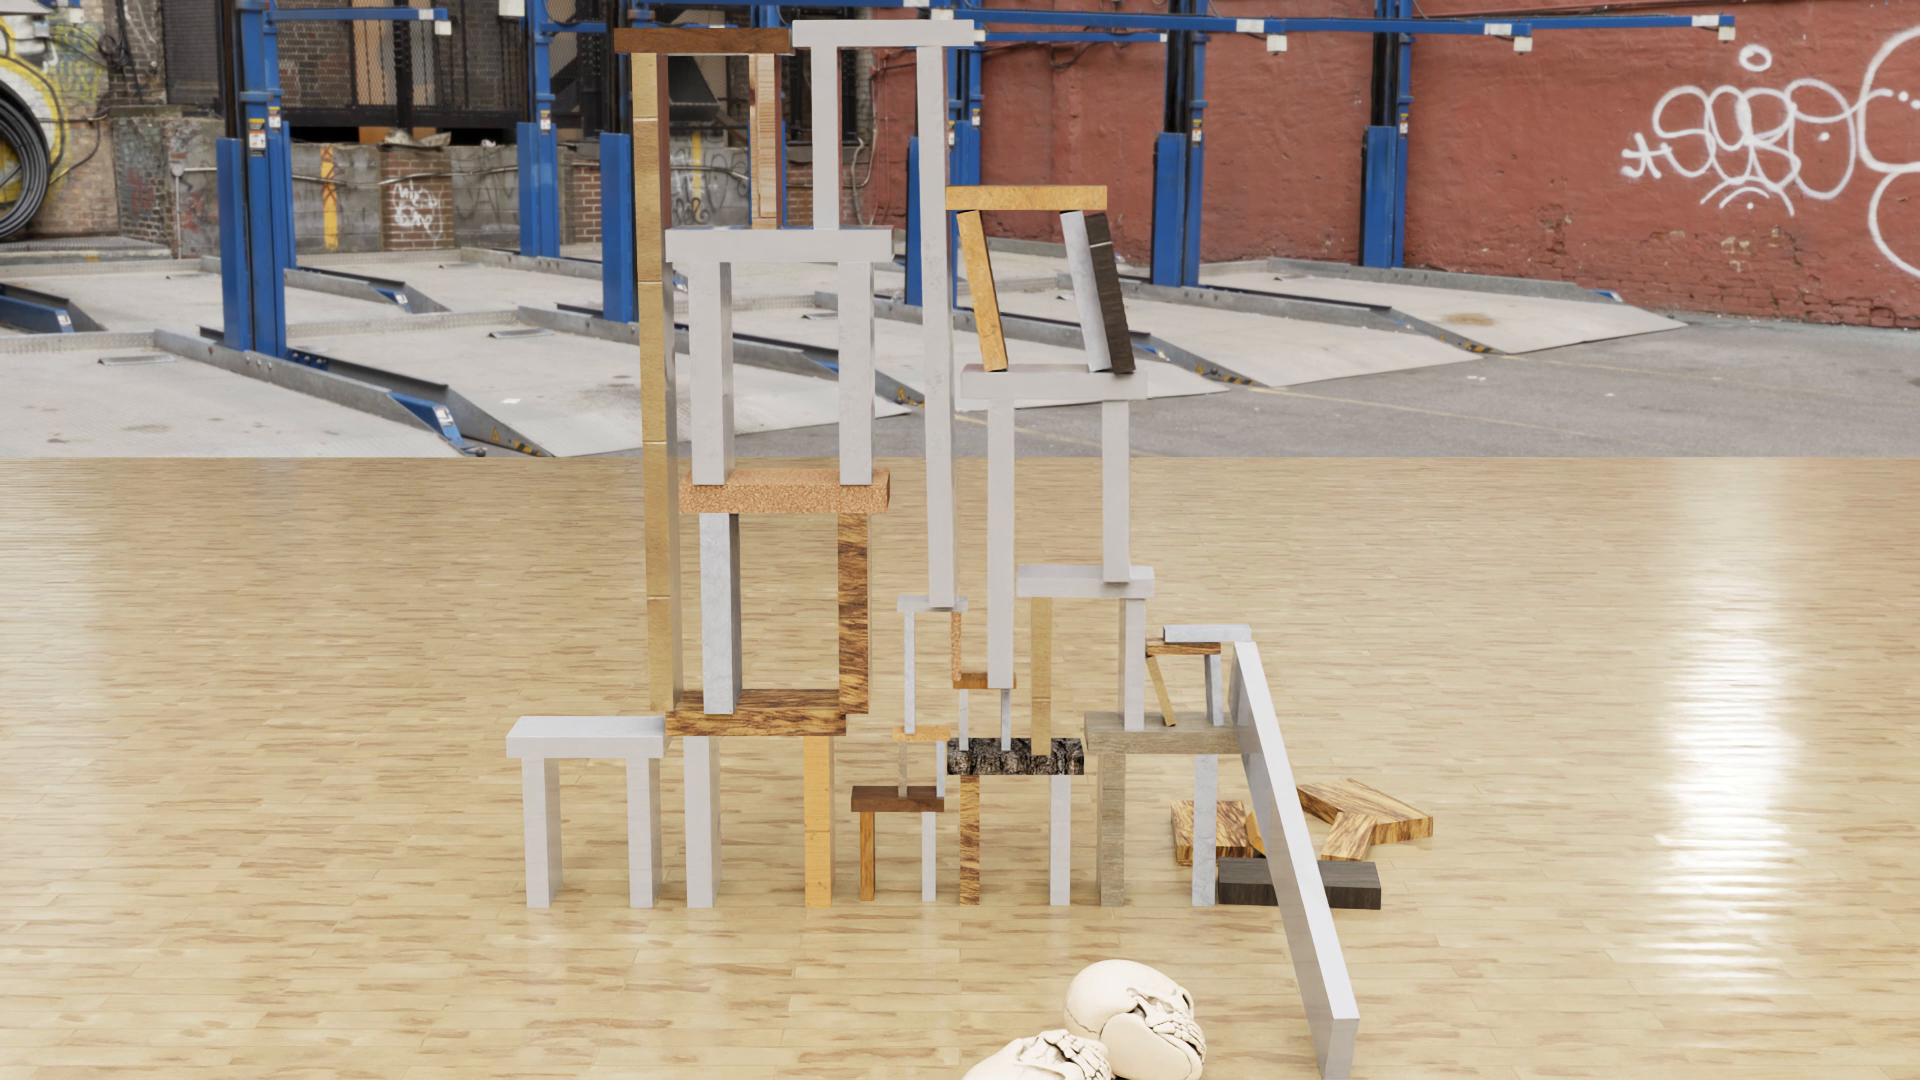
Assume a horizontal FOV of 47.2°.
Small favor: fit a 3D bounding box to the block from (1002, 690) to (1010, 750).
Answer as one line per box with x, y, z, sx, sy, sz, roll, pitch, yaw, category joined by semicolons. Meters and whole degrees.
0.075;0.289;3.617;0.015;0.104;0.052;0;11;0;block

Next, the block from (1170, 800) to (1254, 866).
0.448;0.523;3.929;0.131;0.037;0.263;1;11;3;block

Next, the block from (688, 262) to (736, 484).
-0.395;-0.273;3.506;0.049;0.347;0.174;0;11;0;block

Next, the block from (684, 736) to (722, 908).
-0.426;0.446;3.647;0.041;0.291;0.145;0;11;0;block

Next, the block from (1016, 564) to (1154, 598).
0.204;0.067;3.573;0.221;0.031;0.110;1;11;3;block

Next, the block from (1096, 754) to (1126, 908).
0.250;0.463;3.645;0.037;0.259;0.130;0;11;0;block

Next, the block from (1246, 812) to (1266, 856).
0.538;0.525;3.859;0.069;0.020;0.139;38;10;-4;block

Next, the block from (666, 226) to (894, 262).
-0.279;-0.468;3.470;0.347;0.049;0.174;0;11;0;block

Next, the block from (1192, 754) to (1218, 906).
0.407;0.462;3.650;0.037;0.259;0.130;1;11;7;block

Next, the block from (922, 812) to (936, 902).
-0.051;0.514;3.657;0.022;0.153;0.076;0;10;0;block

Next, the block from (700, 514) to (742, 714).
-0.388;0.104;3.576;0.046;0.327;0.163;0;11;0;block

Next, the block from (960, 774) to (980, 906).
0.016;0.481;3.648;0.031;0.222;0.111;0;11;0;block

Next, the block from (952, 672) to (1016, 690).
0.040;0.231;3.606;0.104;0.015;0.052;0;10;0;block

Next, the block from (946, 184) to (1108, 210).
0.105;-0.538;3.453;0.249;0.035;0.125;0;11;3;block

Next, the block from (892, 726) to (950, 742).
-0.063;0.318;3.622;0.094;0.013;0.047;0;11;0;block

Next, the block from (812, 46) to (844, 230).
-0.208;-0.630;3.449;0.039;0.276;0.138;0;11;0;block

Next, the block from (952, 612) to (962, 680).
-0.006;0.168;3.593;0.016;0.114;0.057;0;11;0;block

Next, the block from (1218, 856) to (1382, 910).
0.563;0.572;3.666;0.263;0.037;0.131;1;11;6;block

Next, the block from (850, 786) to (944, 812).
-0.102;0.429;3.641;0.153;0.022;0.077;0;11;0;block

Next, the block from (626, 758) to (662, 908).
-0.522;0.466;3.642;0.036;0.254;0.127;0;11;0;block

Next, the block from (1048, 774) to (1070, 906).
0.164;0.481;3.648;0.031;0.222;0.111;0;11;0;block

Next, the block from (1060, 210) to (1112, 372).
0.198;-0.397;3.478;0.035;0.249;0.125;-11;10;4;block

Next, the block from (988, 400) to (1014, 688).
0.065;-0.004;3.555;0.041;0.466;0.145;0;10;1;block

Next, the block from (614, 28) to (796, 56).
-0.393;-0.773;3.416;0.266;0.038;0.133;0;11;0;block

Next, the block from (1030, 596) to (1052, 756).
0.132;0.211;3.603;0.031;0.263;0.110;0;11;1;block

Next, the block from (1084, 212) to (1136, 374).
0.234;-0.388;3.443;0.034;0.243;0.122;-11;10;4;block

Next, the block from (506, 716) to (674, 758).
-0.607;0.324;3.615;0.254;0.036;0.127;0;11;0;block

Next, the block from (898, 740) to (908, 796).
-0.095;0.371;3.632;0.013;0.094;0.047;0;11;0;block

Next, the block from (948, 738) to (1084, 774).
0.090;0.356;3.624;0.222;0.031;0.111;0;11;0;block

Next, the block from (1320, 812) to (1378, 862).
0.683;0.526;3.859;0.069;0.020;0.139;4;27;22;block

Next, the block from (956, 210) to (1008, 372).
0.036;-0.398;3.485;0.035;0.249;0.125;-10;10;4;block

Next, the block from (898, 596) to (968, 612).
-0.044;0.104;3.581;0.114;0.016;0.057;0;11;0;block

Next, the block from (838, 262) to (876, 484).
-0.164;-0.273;3.506;0.049;0.347;0.174;0;11;0;block

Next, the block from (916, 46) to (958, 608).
-0.034;-0.336;3.503;0.039;0.875;0.138;-1;10;3;block

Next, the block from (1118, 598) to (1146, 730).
0.280;0.190;3.598;0.031;0.220;0.110;0;11;-2;block

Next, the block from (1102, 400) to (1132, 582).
0.252;-0.090;3.532;0.041;0.291;0.145;0;10;6;block

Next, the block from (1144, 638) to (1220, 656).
0.363;0.173;3.597;0.119;0.017;0.059;-1;11;-1;block

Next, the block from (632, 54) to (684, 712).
-0.481;-0.246;3.515;0.038;1.036;0.133;0;11;0;block

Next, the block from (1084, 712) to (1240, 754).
0.337;0.317;3.620;0.259;0.037;0.130;0;11;0;block

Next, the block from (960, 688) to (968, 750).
0.006;0.289;3.617;0.015;0.103;0.052;0;11;0;block

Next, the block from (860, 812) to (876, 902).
-0.153;0.514;3.657;0.022;0.153;0.077;0;11;0;block

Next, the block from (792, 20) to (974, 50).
-0.117;-0.785;3.418;0.276;0.039;0.138;0;11;0;block

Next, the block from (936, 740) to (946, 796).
-0.032;0.371;3.632;0.013;0.094;0.047;0;11;0;block

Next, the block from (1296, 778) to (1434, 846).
0.740;0.499;4.057;0.131;0.037;0.263;-5;11;-23;block

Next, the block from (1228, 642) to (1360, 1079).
0.481;0.445;3.246;0.034;0.122;0.823;-1;34;-3;block

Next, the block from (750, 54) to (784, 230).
-0.303;-0.624;3.444;0.038;0.266;0.133;0;11;0;block

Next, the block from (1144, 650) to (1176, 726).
0.327;0.241;3.606;0.017;0.119;0.059;-18;10;4;block

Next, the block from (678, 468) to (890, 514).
-0.279;-0.080;3.542;0.327;0.046;0.163;0;11;0;block

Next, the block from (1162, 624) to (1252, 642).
0.402;0.152;3.587;0.139;0.020;0.069;-1;5;2;block

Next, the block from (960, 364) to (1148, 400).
0.151;-0.253;3.502;0.291;0.041;0.145;0;11;4;block

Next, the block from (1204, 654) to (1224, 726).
0.416;0.240;3.607;0.017;0.119;0.059;-5;11;-3;block

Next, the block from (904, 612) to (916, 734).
-0.082;0.212;3.601;0.016;0.204;0.057;0;11;0;block

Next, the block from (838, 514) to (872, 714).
-0.170;0.104;3.576;0.046;0.327;0.163;0;11;0;block

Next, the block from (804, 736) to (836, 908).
-0.232;0.446;3.647;0.041;0.291;0.145;0;11;0;block

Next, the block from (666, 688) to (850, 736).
-0.329;0.283;3.617;0.291;0.041;0.145;0;11;0;block

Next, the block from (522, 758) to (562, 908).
-0.691;0.466;3.642;0.036;0.254;0.127;0;11;0;block
